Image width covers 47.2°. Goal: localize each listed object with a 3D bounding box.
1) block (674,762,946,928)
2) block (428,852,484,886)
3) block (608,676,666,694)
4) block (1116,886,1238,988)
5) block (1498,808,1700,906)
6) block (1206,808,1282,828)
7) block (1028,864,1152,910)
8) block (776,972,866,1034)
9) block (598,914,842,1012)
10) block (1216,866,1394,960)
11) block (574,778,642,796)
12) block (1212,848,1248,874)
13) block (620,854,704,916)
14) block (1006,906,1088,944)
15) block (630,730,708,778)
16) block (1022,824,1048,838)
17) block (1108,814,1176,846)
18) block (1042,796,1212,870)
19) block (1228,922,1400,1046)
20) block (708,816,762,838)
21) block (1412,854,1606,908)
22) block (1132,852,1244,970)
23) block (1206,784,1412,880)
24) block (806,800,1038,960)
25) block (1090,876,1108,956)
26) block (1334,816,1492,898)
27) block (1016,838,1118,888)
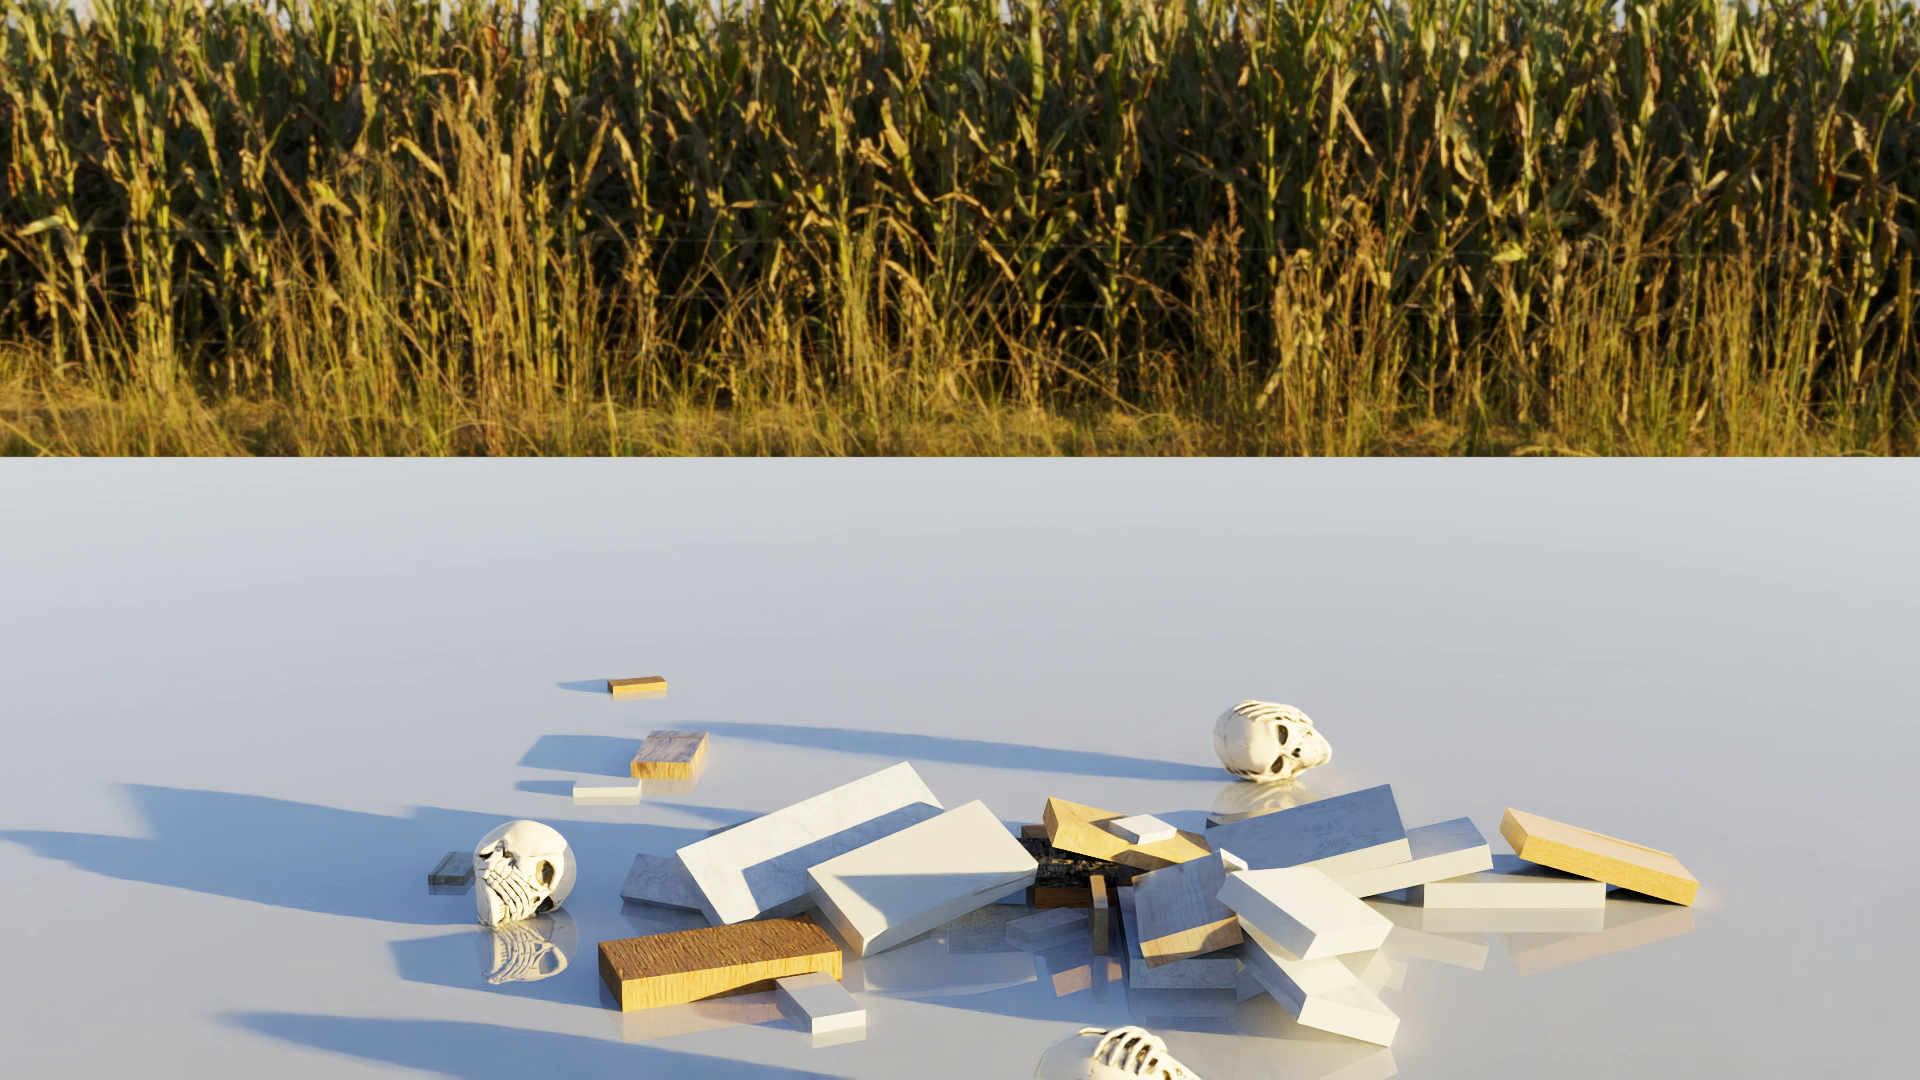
[{"bbox_3d":[-0.230,0.503,3.579,0.440,0.047,0.166,-18,50,-30],"label":"block"},{"bbox_3d":[-0.863,0.563,3.768,0.062,0.017,0.123,1,11,3],"label":"block"},{"bbox_3d":[-0.737,0.331,5.018,0.123,0.017,0.062,-4,11,-21],"label":"block"},{"bbox_3d":[0.333,0.614,3.417,0.159,0.045,0.318,0,11,1],"label":"block"},{"bbox_3d":[1.063,0.527,3.669,0.296,0.042,0.148,16,10,-3],"label":"block"},{"bbox_3d":[0.535,0.517,4.003,0.154,0.022,0.077,-5,11,-24],"label":"block"},{"bbox_3d":[0.255,0.570,3.671,0.275,0.039,0.138,-1,11,-5],"label":"block"},{"bbox_3d":[-0.203,0.669,3.184,0.080,0.023,0.159,-5,11,-23],"label":"block"},{"bbox_3d":[-0.362,0.633,3.306,0.332,0.047,0.166,-4,11,-21],"label":"block"},{"bbox_3d":[0.525,0.561,3.324,0.159,0.045,0.318,34,12,29],"label":"block"},{"bbox_3d":[-0.679,0.476,4.234,0.123,0.017,0.062,0,11,-2],"label":"block"},{"bbox_3d":[0.401,0.546,3.563,0.060,0.120,0.017,31,37,-27],"label":"block"},{"bbox_3d":[-0.472,0.565,3.609,0.159,0.023,0.080,5,55,24],"label":"block"},{"bbox_3d":[0.139,0.612,3.501,0.120,0.017,0.060,-8,13,-36],"label":"block"},{"bbox_3d":[-0.584,0.431,4.433,0.117,0.033,0.233,0,11,2],"label":"block"},{"bbox_3d":[0.168,0.538,3.890,0.080,0.023,0.159,-3,11,-14],"label":"block"},{"bbox_3d":[0.301,0.478,3.632,0.060,0.017,0.120,23,13,33],"label":"block"},{"bbox_3d":[0.281,0.499,3.647,0.275,0.039,0.138,15,11,-8],"label":"block"},{"bbox_3d":[0.505,0.637,3.173,0.146,0.041,0.293,17,6,-15],"label":"block"},{"bbox_3d":[-0.341,0.502,3.823,0.117,0.033,0.233,-6,-9,-29],"label":"block"},{"bbox_3d":[0.907,0.568,3.670,0.296,0.042,0.148,0,11,0],"label":"block"},{"bbox_3d":[0.344,0.561,3.350,0.146,0.041,0.292,-17,9,5],"label":"block"},{"bbox_3d":[0.575,0.505,3.646,0.318,0.045,0.159,-15,26,7],"label":"block"},{"bbox_3d":[-0.060,0.535,3.499,0.332,0.047,0.166,-18,44,-31],"label":"block"},{"bbox_3d":[0.218,0.590,3.460,0.022,0.077,0.154,0,11,1],"label":"block"},{"bbox_3d":[0.722,0.535,3.665,0.296,0.042,0.148,-13,10,3],"label":"block"},{"bbox_3d":[0.122,0.535,3.647,0.275,0.039,0.138,0,11,2],"label":"block"}]
